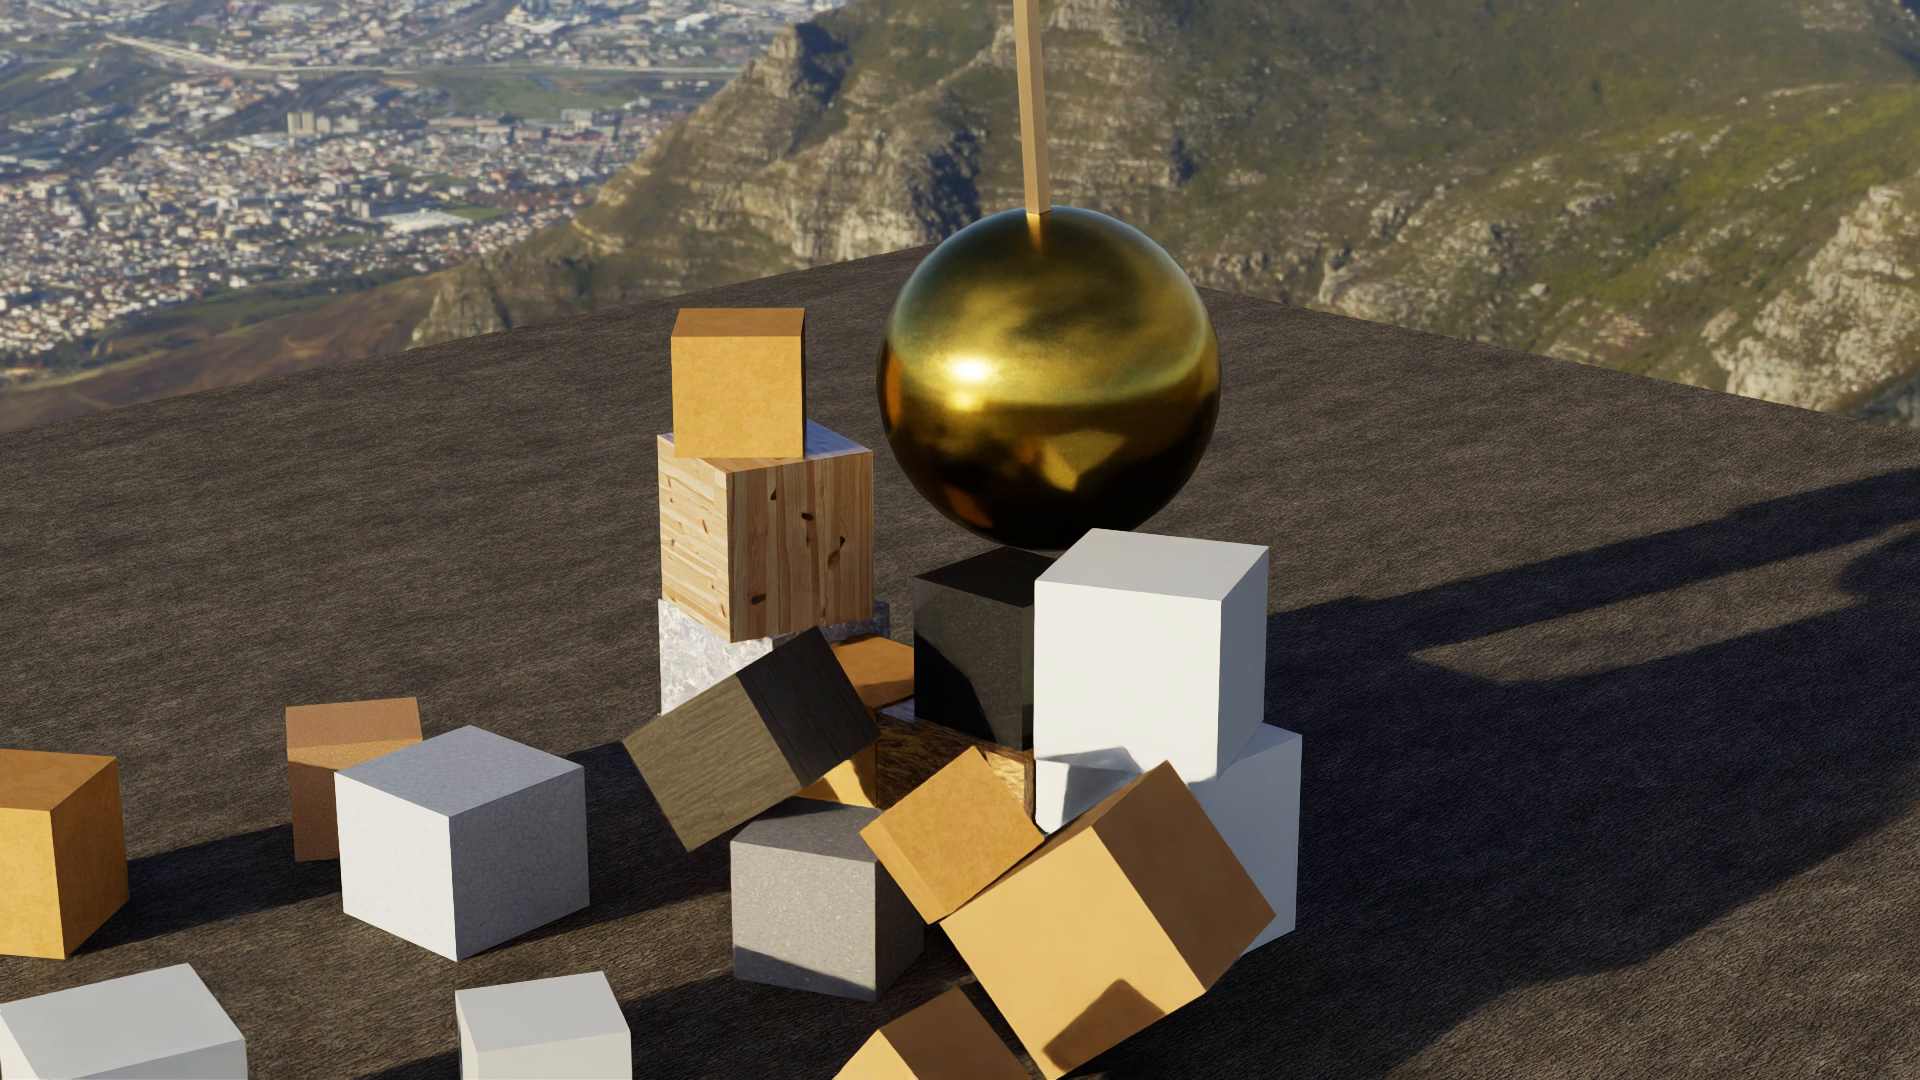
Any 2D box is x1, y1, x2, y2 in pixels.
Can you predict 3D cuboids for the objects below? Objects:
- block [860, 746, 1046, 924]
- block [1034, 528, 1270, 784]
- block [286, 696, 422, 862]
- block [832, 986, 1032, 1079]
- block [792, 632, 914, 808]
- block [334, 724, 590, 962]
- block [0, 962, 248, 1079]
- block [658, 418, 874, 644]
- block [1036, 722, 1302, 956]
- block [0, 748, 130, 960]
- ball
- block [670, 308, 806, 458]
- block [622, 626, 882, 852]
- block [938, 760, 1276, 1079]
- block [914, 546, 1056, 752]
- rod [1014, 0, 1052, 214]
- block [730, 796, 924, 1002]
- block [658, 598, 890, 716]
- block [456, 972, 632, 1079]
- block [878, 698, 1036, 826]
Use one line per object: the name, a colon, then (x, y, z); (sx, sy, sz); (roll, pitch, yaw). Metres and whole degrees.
block: (-0.037, 1.200, 11.889); (0.494, 0.475, 0.492); (-36, -4, -15)
block: (0.817, 0.476, 12.455); (0.794, 0.793, 0.786); (6, 18, 19)
block: (-2.846, 1.123, 13.832); (0.612, 0.563, 0.555); (-4, 18, -12)
block: (-0.134, 2.030, 10.697); (0.475, 0.504, 0.486); (49, 35, 16)
block: (-0.419, 0.982, 13.904); (0.771, 0.790, 0.691); (16, 24, 42)
block: (-2.202, 1.328, 13.001); (0.774, 0.670, 0.767); (15, 23, 39)
block: (-3.025, 2.060, 10.642); (0.710, 0.689, 0.711); (-10, 20, -29)
block: (-0.939, -0.068, 14.162); (0.769, 0.833, 0.769); (-10, 20, -28)
block: (0.901, 1.269, 12.781); (0.846, 0.915, 0.772); (17, 24, 42)
block: (-4.093, 1.366, 12.853); (0.610, 0.687, 0.632); (3, 18, 10)
ball: (0.410, -0.745, 13.537); (1.600, 1.600, 1.600); (0, 17, 0)
block: (-1.047, -0.755, 13.987); (0.602, 0.583, 0.591); (0, 17, -1)
block: (-0.897, 0.856, 12.693); (0.709, 0.561, 0.684); (-31, 0, 32)
block: (0.594, 1.509, 11.669); (0.838, 0.765, 0.766); (-36, -2, 31)
block: (0.240, 0.476, 13.135); (0.643, 0.663, 0.619); (15, 23, 40)
rod: (0.178, -3.904, 12.301); (0.080, 5.200, 0.080); (17, 30, 42)
block: (-0.558, 1.516, 12.469); (0.652, 0.631, 0.542); (7, 19, 20)
block: (-0.914, 0.730, 14.519); (0.765, 0.902, 0.844); (-17, 24, -42)
block: (-1.542, 2.024, 10.893); (0.558, 0.607, 0.523); (-5, 18, -17)
block: (0.267, 1.147, 13.401); (0.922, 0.776, 0.896); (17, 24, 42)
